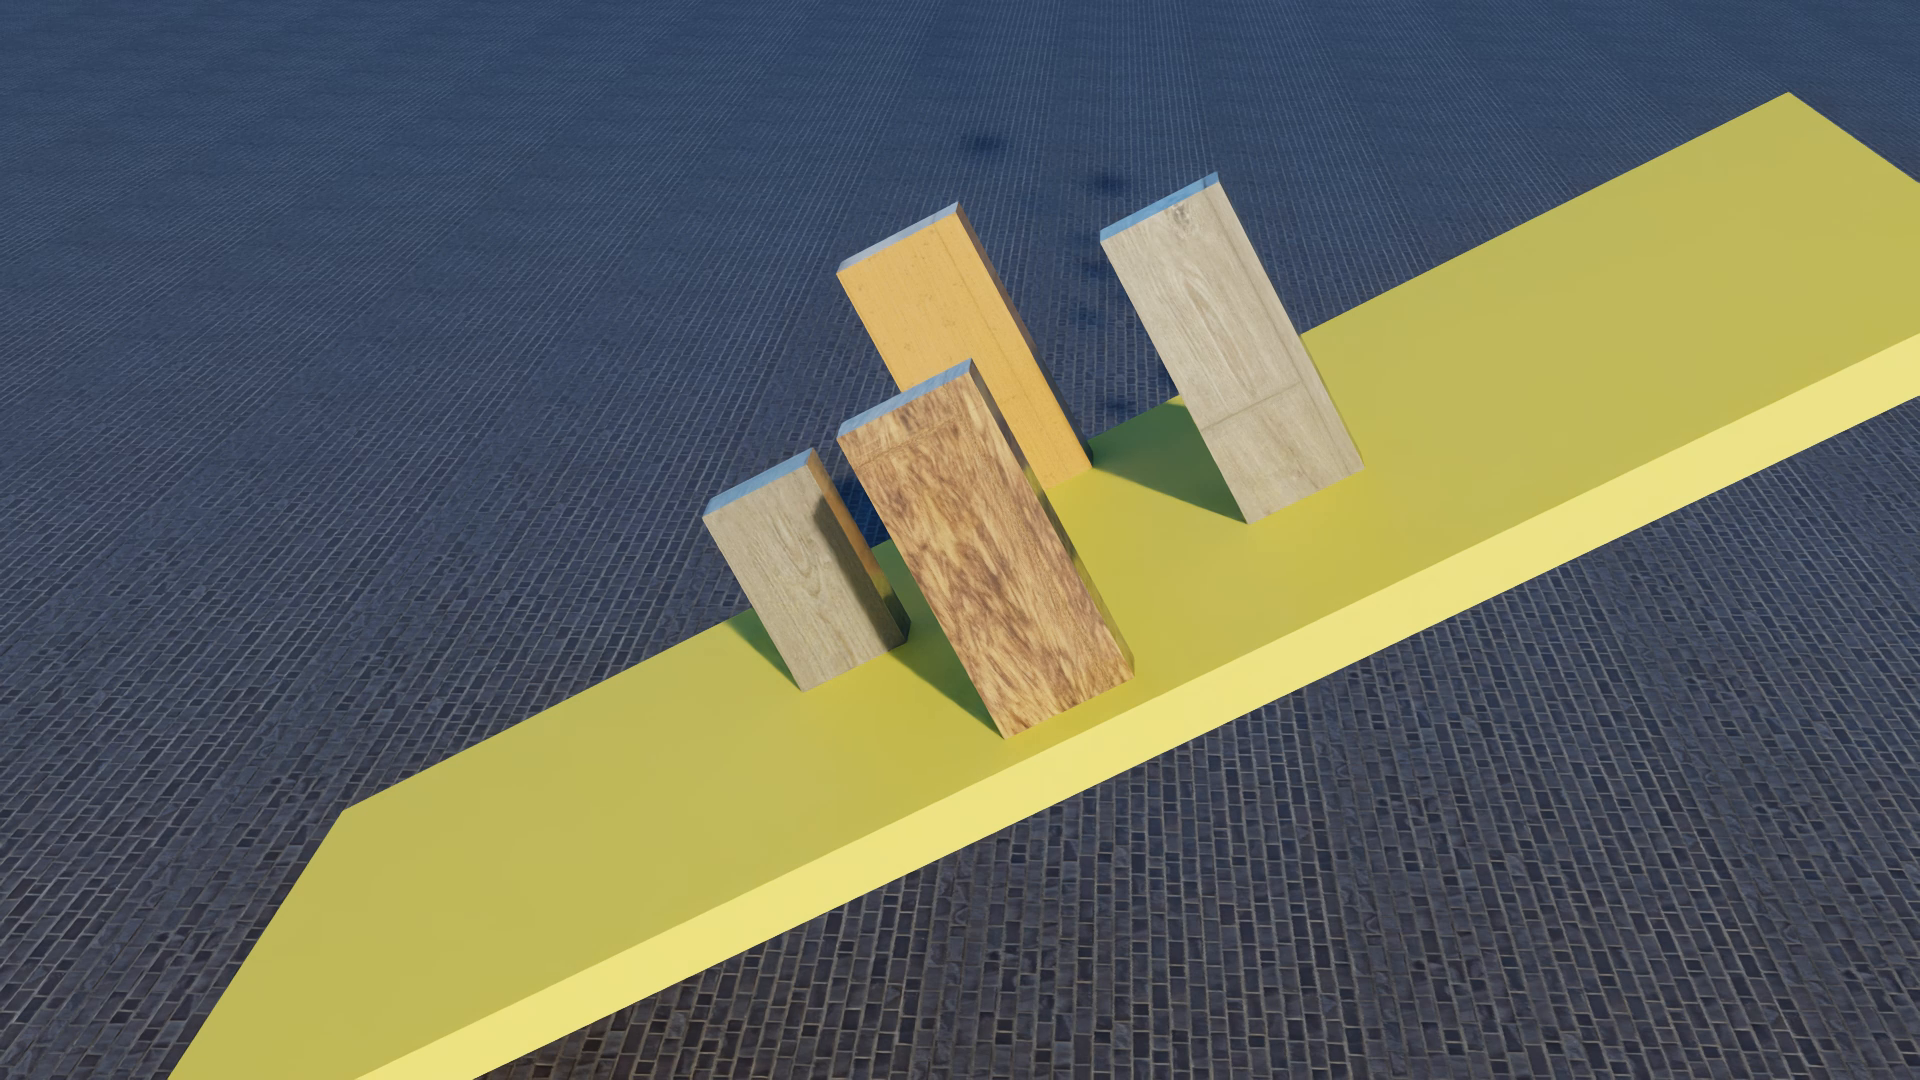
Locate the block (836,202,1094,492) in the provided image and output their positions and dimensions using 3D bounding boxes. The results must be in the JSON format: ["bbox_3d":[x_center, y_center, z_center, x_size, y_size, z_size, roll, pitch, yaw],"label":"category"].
[{"bbox_3d":[0.016,-0.414,6.943,0.315,0.688,0.134,-26,14,11],"label":"block"}]

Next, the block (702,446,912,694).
[{"bbox_3d":[-0.332,0.066,6.419,0.259,0.451,0.141,-26,14,11],"label":"block"}]

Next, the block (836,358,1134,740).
[{"bbox_3d":[0.052,0.019,5.412,0.271,0.652,0.110,-26,14,11],"label":"block"}]

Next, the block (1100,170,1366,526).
[{"bbox_3d":[0.544,-0.380,5.864,0.259,0.650,0.119,-26,14,11],"label":"block"}]

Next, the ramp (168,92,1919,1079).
[{"bbox_3d":[0.141,0.167,6.281,4.000,0.100,2.000,-26,14,11],"label":"ramp"}]
